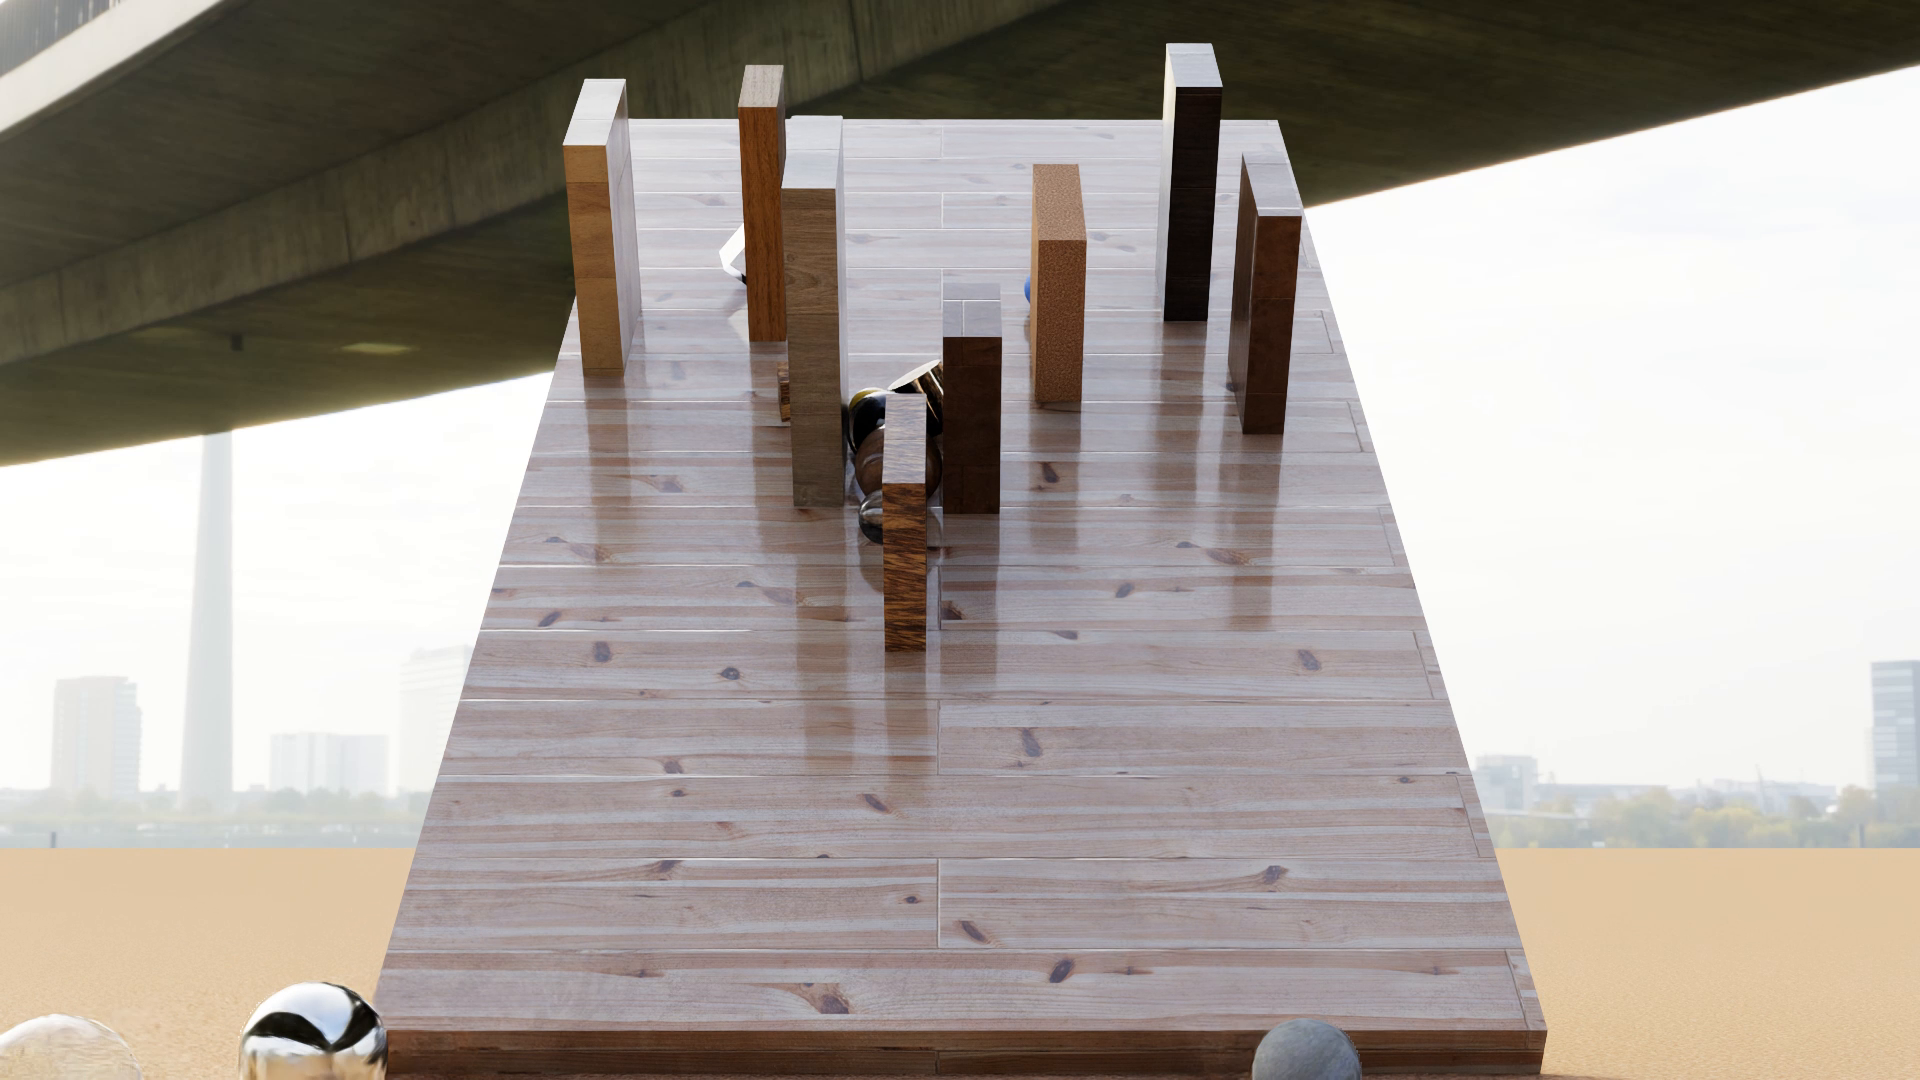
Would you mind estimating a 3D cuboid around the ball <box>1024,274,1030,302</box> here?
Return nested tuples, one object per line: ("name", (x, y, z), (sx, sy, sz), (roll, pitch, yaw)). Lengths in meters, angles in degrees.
("ball", (0.225, -0.657, 6.398), (0.115, 0.115, 0.115), (0, -7, 0))

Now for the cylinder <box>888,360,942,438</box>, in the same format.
("cylinder", (-0.074, -0.330, 5.796), (0.143, 0.143, 0.143), (-28, 12, 7))

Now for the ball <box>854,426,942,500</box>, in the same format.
("ball", (-0.139, -0.166, 5.530), (0.200, 0.200, 0.200), (0, -7, 0))

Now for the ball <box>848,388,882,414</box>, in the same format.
("ball", (-0.208, -0.305, 5.831), (0.117, 0.117, 0.117), (0, -7, 0))

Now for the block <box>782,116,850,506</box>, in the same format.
("block", (-0.322, -0.515, 5.537), (0.114, 0.784, 0.399), (0, 32, 0))

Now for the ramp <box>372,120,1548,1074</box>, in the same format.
("ramp", (-0.015, -0.190, 5.852), (2.000, 0.100, 4.000), (0, 32, 0))

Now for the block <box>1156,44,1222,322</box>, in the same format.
("block", (0.588, -0.922, 6.325), (0.115, 0.645, 0.297), (0, 32, 0))

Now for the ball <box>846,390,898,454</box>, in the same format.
("ball", (-0.175, -0.257, 5.694), (0.181, 0.181, 0.181), (0, -7, 0))

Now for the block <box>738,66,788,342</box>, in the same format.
("block", (-0.493, -0.852, 6.212), (0.094, 0.638, 0.277), (0, 32, 0))

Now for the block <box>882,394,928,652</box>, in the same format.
("block", (-0.114, -0.039, 5.131), (0.085, 0.408, 0.371), (0, 32, 0))

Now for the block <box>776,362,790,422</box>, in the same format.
("block", (-0.385, -0.362, 5.930), (0.107, 0.107, 0.107), (-4, 32, -7))

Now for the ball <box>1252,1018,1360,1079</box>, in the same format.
("ball", (0.482, 0.741, 3.402), (0.150, 0.150, 0.150), (0, -7, 0))

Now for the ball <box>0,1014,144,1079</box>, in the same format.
("ball", (-1.046, 0.648, 2.828), (0.195, 0.195, 0.195), (0, -7, 0))

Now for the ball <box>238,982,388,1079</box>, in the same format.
("ball", (-0.892, 0.712, 3.378), (0.202, 0.202, 0.202), (0, -7, 0))

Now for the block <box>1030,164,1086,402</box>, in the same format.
("block", (0.241, -0.643, 6.075), (0.114, 0.434, 0.449), (0, 32, 0))

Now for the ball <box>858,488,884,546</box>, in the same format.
("ball", (-0.163, -0.052, 5.416), (0.127, 0.127, 0.127), (0, -7, 0))

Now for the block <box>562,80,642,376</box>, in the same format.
("block", (-0.889, -0.783, 6.118), (0.101, 0.617, 0.420), (0, 32, 0))

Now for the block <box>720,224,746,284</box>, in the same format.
("block", (-0.553, -0.753, 6.503), (0.114, 0.114, 0.114), (34, 19, -29))

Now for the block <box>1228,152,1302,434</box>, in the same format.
("block", (0.727, -0.594, 5.871), (0.098, 0.570, 0.372), (0, 32, 0))

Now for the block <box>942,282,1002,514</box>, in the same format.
("block", (0.026, -0.321, 5.543), (0.129, 0.451, 0.266), (0, 32, 0))
